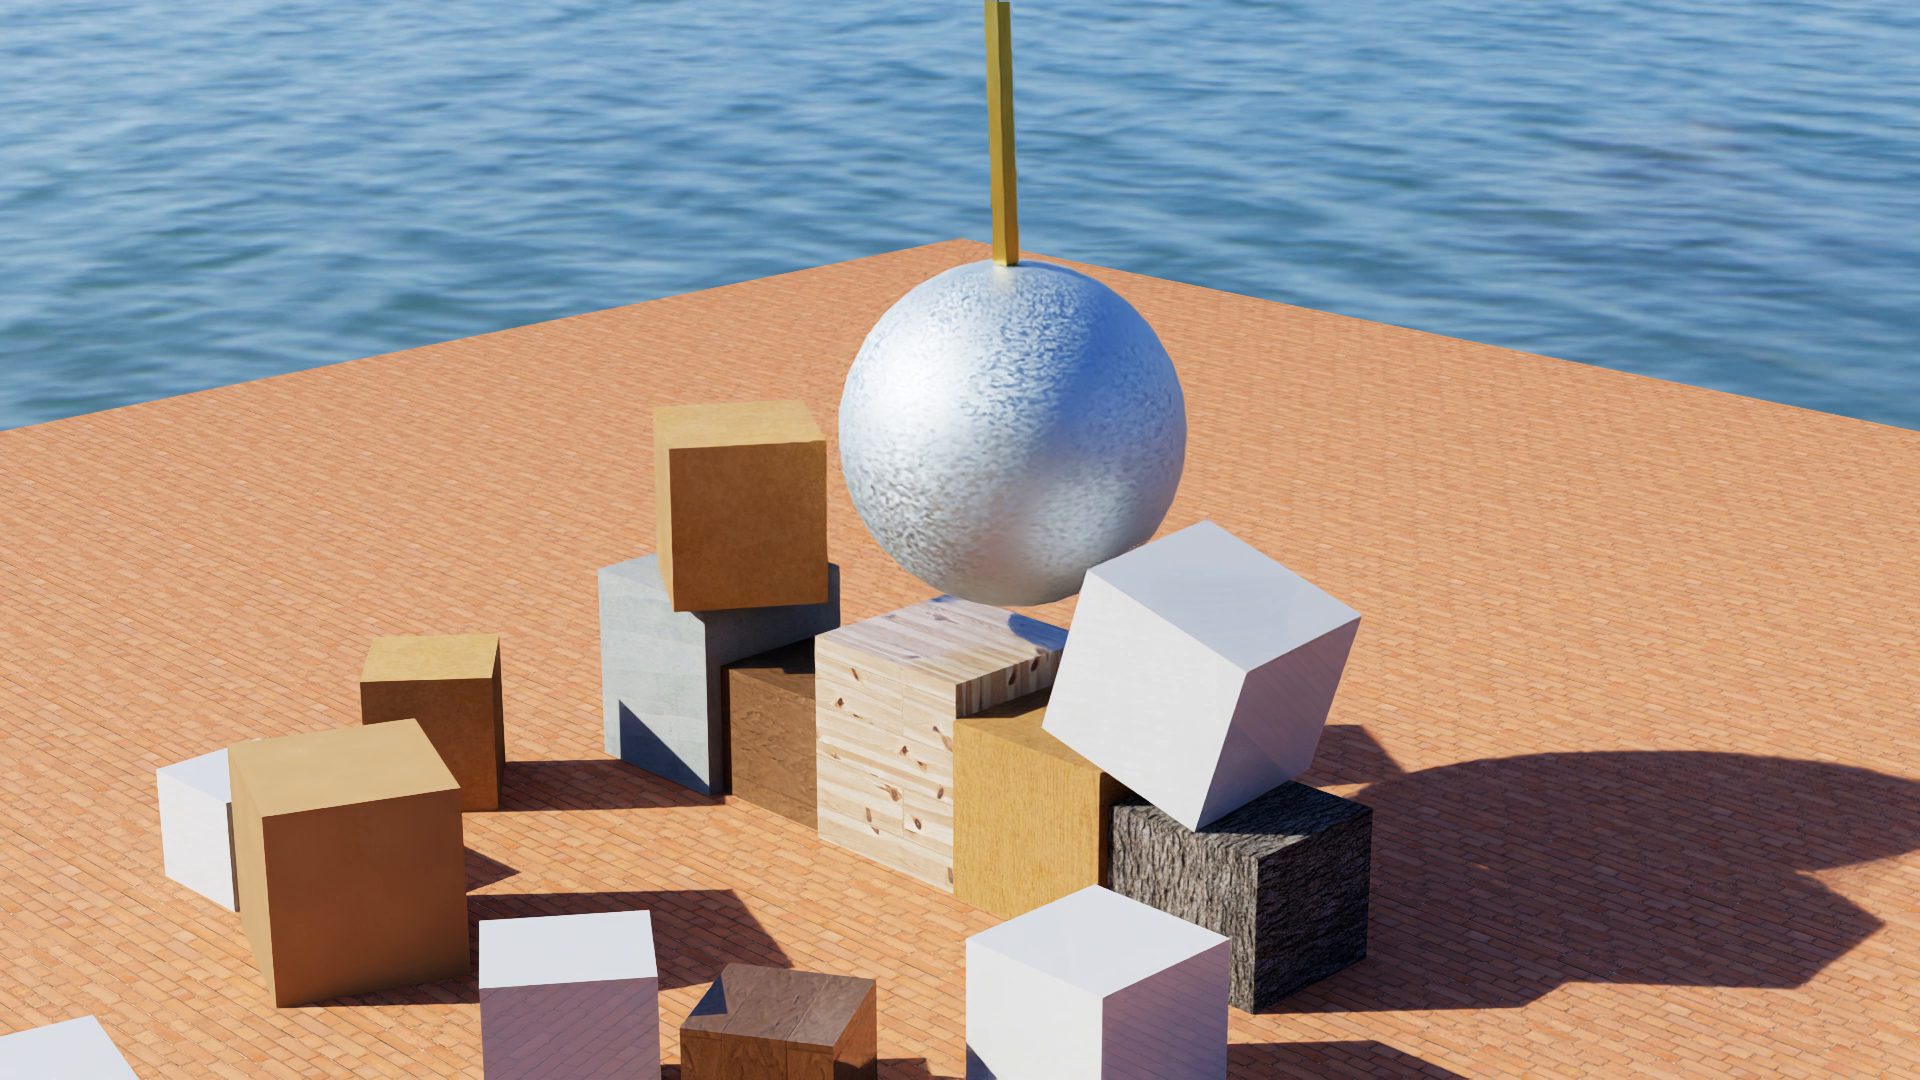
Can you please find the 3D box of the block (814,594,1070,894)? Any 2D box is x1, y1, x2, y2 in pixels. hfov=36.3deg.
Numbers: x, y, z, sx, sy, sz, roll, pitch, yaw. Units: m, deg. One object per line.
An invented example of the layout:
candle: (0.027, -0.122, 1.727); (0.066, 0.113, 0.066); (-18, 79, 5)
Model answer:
block: (-0.030, 0.929, 13.706); (0.889, 1.010, 0.926); (-17, 24, -42)

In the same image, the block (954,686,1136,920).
block: (0.605, 1.200, 13.111); (0.920, 0.848, 0.878); (-17, 24, -42)

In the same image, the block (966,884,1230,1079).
block: (0.526, 1.856, 11.245); (0.716, 0.716, 0.704); (-16, 24, -42)

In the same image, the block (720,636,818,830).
block: (-0.638, 0.922, 14.314); (0.747, 0.658, 0.729); (-17, 24, -42)

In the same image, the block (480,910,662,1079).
block: (-1.497, 1.874, 11.261); (0.657, 0.672, 0.596); (-3, 18, -8)

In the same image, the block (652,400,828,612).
block: (-1.075, -0.178, 14.285); (0.743, 0.809, 0.783); (-3, 18, -11)

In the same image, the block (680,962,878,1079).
block: (-0.681, 1.993, 11.148); (0.595, 0.512, 0.572); (4, 18, 14)

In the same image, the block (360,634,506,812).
block: (-2.572, 0.895, 14.358); (0.620, 0.682, 0.639); (-2, 18, -5)

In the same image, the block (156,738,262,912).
block: (-3.249, 1.291, 13.363); (0.573, 0.524, 0.543); (16, 24, 42)

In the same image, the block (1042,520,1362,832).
block: (1.024, 0.561, 12.474); (0.853, 0.811, 0.847); (33, 35, 29)

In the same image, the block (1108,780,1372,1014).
block: (1.190, 1.461, 12.534); (0.763, 0.697, 0.817); (-17, 24, -42)

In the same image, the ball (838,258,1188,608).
ball: (0.240, -0.493, 13.438); (1.600, 1.600, 1.600); (0, 17, 0)

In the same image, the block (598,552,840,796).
block: (-1.204, 0.605, 14.783); (0.884, 0.982, 0.818); (-17, 24, -42)

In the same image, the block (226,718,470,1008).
block: (-2.624, 1.366, 12.569); (0.819, 0.858, 0.875); (-7, 19, -21)

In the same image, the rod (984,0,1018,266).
rod: (0.104, -3.690, 12.291); (0.080, 5.200, 0.080); (17, 27, 42)

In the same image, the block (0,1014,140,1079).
block: (-3.233, 2.178, 10.300); (0.624, 0.669, 0.687); (-10, 20, -30)
